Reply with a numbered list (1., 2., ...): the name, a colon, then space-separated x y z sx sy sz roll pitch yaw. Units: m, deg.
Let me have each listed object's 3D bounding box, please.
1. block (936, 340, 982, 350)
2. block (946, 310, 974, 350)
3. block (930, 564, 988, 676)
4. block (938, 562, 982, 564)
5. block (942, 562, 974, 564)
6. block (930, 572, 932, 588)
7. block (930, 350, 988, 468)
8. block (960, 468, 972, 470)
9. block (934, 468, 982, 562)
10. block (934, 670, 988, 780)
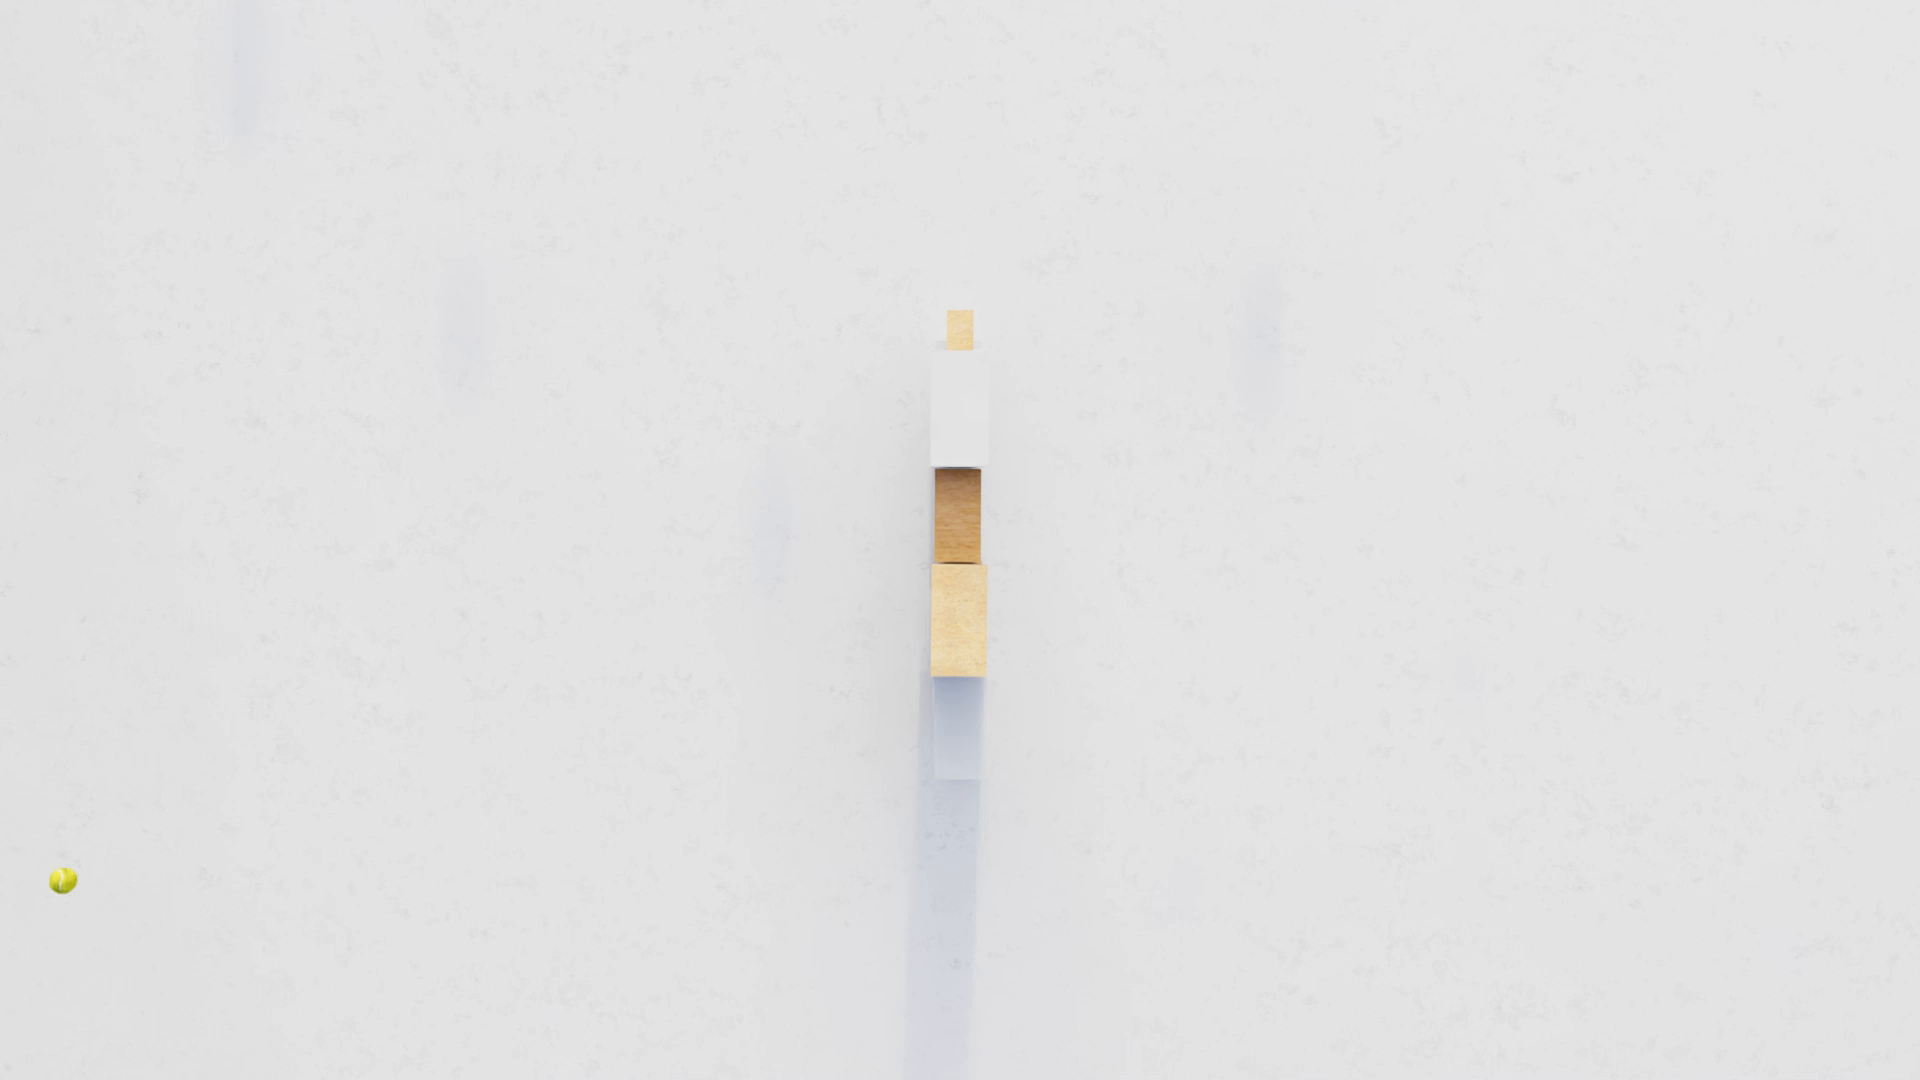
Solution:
1. block: -0.004 -0.479 5.188 0.146 0.041 0.292 0 90 0
2. block: 0.000 -0.616 4.997 0.080 0.023 0.159 0 90 0
3. block: -0.002 0.223 4.593 0.155 0.044 0.310 1 90 0
4. block: 0.001 0.180 5.212 0.135 0.038 0.269 0 90 0
5. block: -0.006 0.068 4.993 0.093 0.026 0.186 0 90 0
6. block: -0.008 0.117 4.797 0.155 0.365 0.044 2 90 0
7. block: -0.001 -0.368 4.640 0.162 0.046 0.325 0 90 0
8. block: -0.003 -0.288 4.999 0.078 0.022 0.157 0 90 0
9. block: -0.006 -0.070 4.698 0.132 0.037 0.264 0 90 0
10. block: 0.003 0.539 4.816 0.157 0.044 0.313 0 90 0
